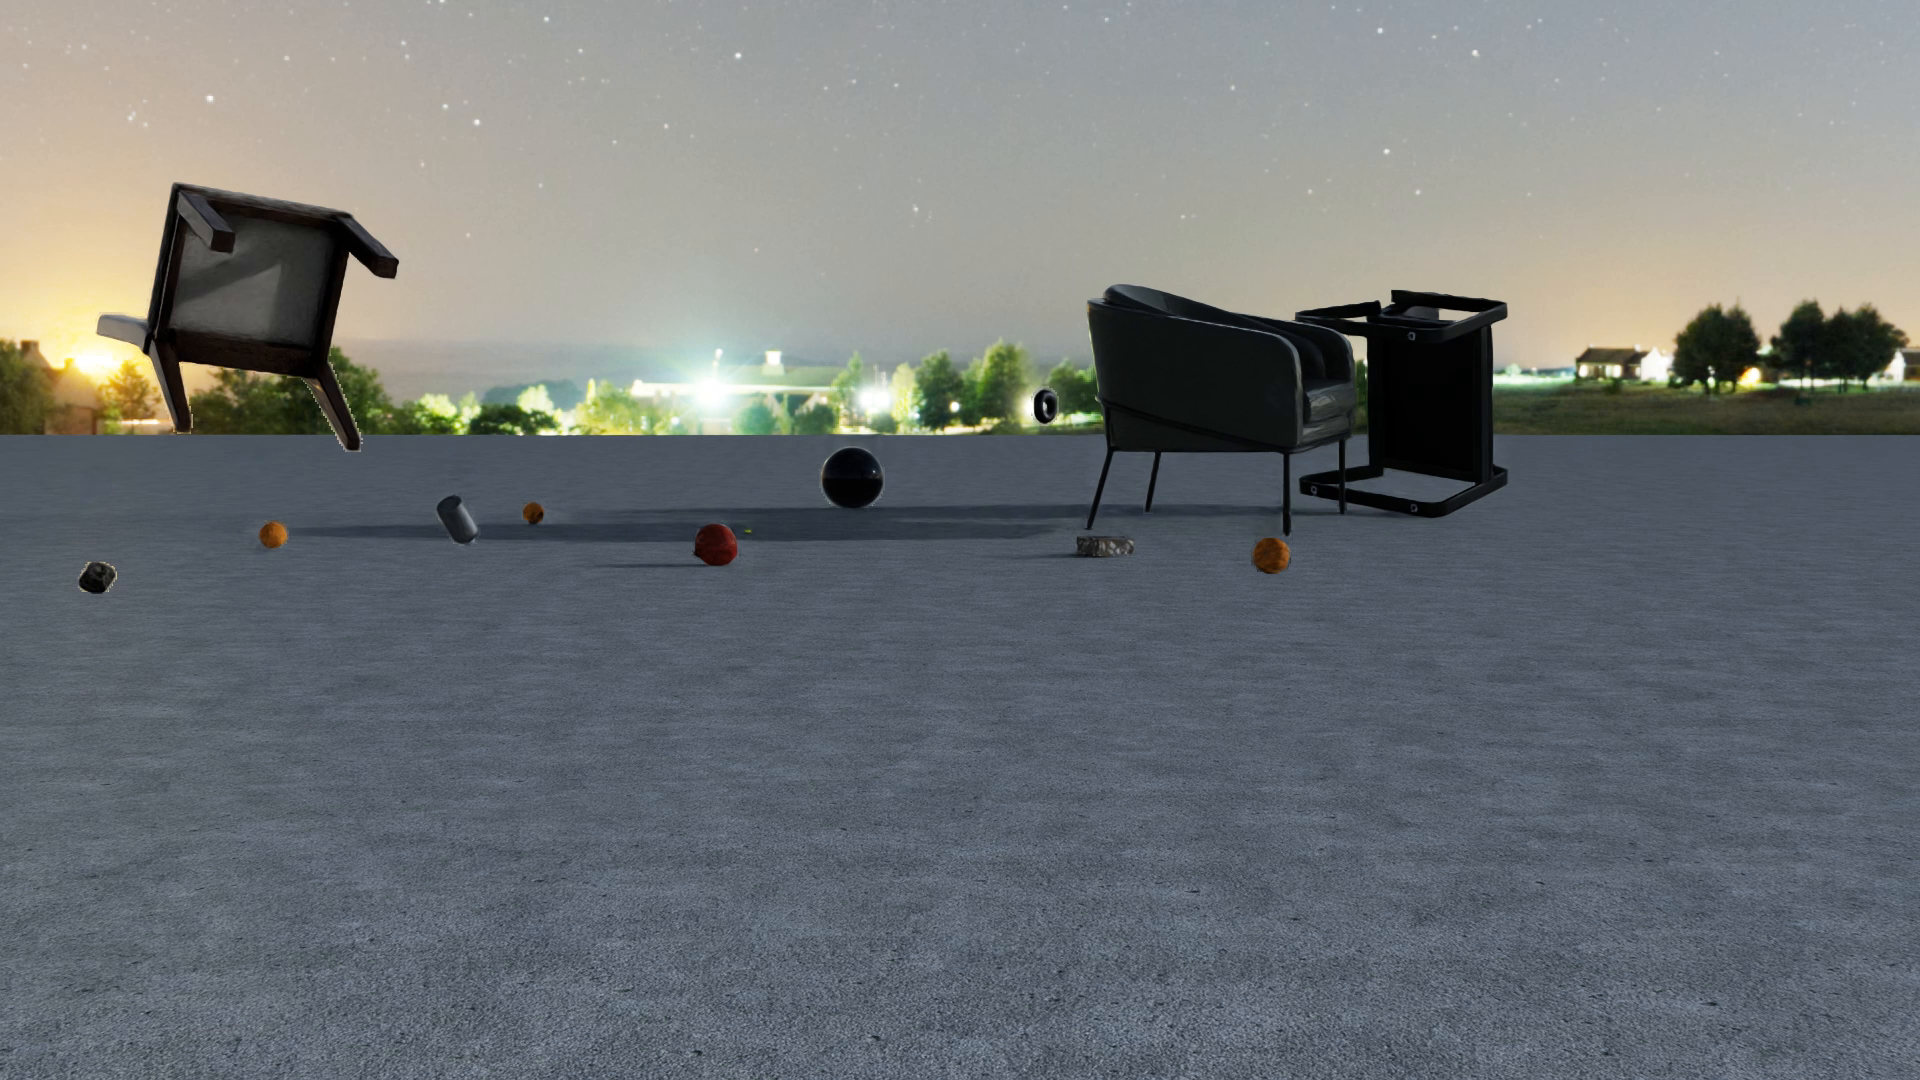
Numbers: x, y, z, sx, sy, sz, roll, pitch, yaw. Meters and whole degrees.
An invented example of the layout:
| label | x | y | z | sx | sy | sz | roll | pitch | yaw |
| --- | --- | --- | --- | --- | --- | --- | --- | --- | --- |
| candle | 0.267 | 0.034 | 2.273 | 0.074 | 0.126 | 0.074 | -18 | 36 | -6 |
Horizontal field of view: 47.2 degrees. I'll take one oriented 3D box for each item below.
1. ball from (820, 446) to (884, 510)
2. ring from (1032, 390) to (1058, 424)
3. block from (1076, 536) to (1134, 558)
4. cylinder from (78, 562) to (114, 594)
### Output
| label | x | y | z | sx | sy | sz | roll | pitch | yaw |
| --- | --- | --- | --- | --- | --- | --- | --- | --- | --- |
| ball | -0.402 | -0.231 | 8.203 | 0.234 | 0.234 | 0.234 | 0 | 4 | 0 |
| ring | 0.248 | -0.390 | 6.416 | 0.085 | 0.101 | 0.035 | 7 | -2 | -44 |
| block | 0.391 | 0.018 | 5.933 | 0.109 | 0.049 | 0.119 | -2 | 4 | -27 |
| cylinder | -1.899 | 0.084 | 4.837 | 0.059 | 0.037 | 0.071 | 25 | 22 | -14 |
